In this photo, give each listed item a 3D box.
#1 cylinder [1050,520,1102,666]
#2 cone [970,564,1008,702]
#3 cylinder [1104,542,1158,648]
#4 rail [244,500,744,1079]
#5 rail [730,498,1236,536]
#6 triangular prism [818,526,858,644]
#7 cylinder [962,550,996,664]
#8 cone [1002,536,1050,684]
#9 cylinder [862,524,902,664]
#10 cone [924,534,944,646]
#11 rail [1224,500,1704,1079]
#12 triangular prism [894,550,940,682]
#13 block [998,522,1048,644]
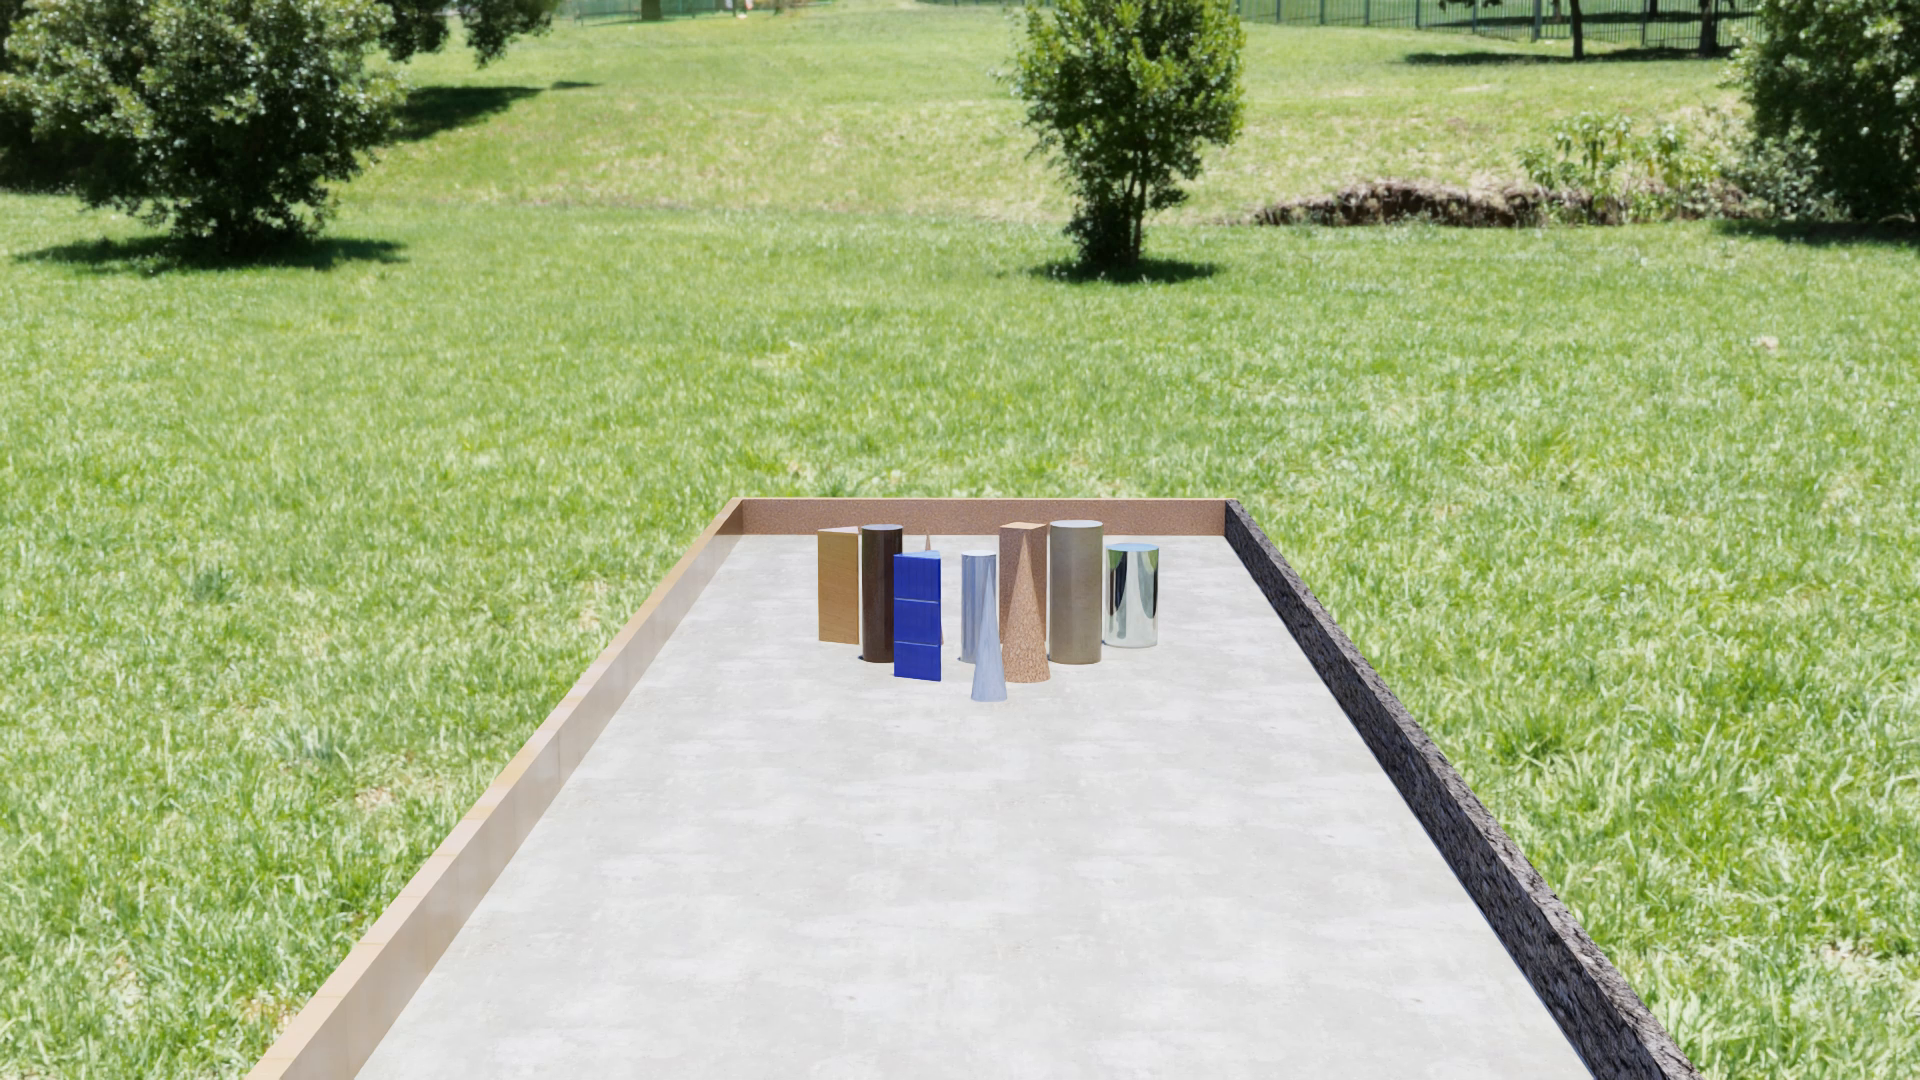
[{"bbox_3d":[0.352,0.157,6.676,0.160,0.419,0.160,0,9,0],"label":"cylinder"},{"bbox_3d":[0.082,0.254,6.164,0.104,0.389,0.104,0,9,0],"label":"cone"},{"bbox_3d":[0.540,0.175,6.921,0.167,0.309,0.167,0,9,0],"label":"cylinder"},{"bbox_3d":[-1.004,0.839,3.234,0.050,0.150,12.000,0,9,1],"label":"rail"},{"bbox_3d":[0.099,-0.098,9.147,2.100,0.150,0.050,0,9,1],"label":"rail"},{"bbox_3d":[-0.358,0.141,6.987,0.145,0.355,0.125,4,10,26],"label":"triangular prism"},{"bbox_3d":[0.057,0.203,6.668,0.107,0.332,0.107,0,9,0],"label":"cylinder"},{"bbox_3d":[0.188,0.191,6.430,0.159,0.430,0.159,0,9,0],"label":"cone"},{"bbox_3d":[-0.235,0.162,6.684,0.126,0.408,0.126,0,9,0],"label":"cylinder"},{"bbox_3d":[-0.100,0.143,6.916,0.100,0.373,0.100,0,9,0],"label":"cone"},{"bbox_3d":[1.046,0.843,3.208,0.050,0.150,12.000,0,9,1],"label":"rail"},{"bbox_3d":[-0.097,0.218,6.471,0.154,0.363,0.133,5,10,27],"label":"triangular prism"},{"bbox_3d":[0.199,0.140,6.932,0.112,0.374,0.112,5,10,28],"label":"block"}]
